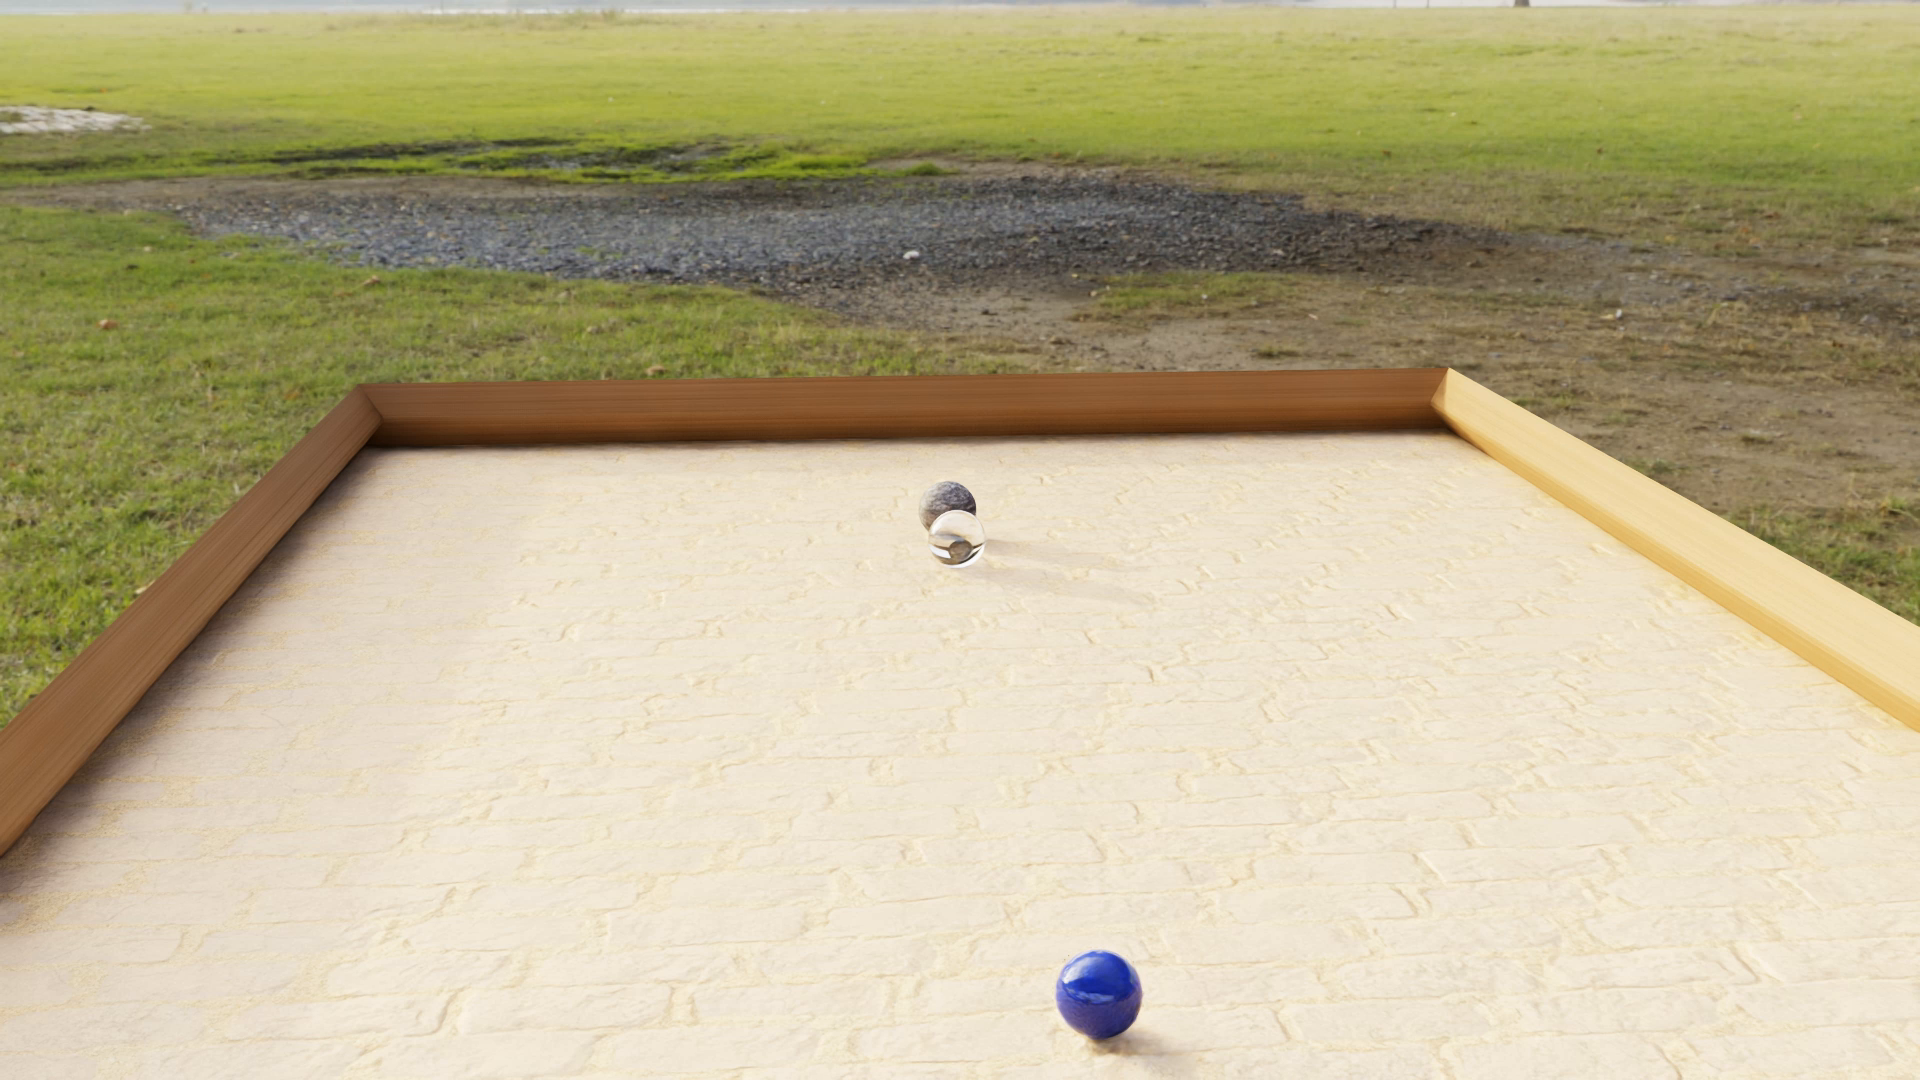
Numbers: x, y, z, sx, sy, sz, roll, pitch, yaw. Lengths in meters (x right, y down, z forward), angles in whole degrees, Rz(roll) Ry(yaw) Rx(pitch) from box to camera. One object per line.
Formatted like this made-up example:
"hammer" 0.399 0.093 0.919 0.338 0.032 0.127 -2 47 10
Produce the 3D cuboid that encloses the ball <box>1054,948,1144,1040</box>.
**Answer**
"ball" 0.101 0.329 1.595 0.064 0.064 0.064 0 14 0

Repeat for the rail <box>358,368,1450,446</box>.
"rail" -0.074 -0.221 3.707 1.850 0.105 0.045 -1 14 -5

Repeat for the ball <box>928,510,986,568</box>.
"ball" -0.004 -0.001 2.887 0.077 0.077 0.077 0 14 0

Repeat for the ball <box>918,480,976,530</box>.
"ball" -0.017 -0.041 3.042 0.081 0.081 0.081 0 14 0

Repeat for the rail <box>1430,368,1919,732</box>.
"rail" 0.974 0.181 2.098 0.045 0.105 3.531 -1 14 -5

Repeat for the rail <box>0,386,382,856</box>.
"rail" -0.822 0.219 1.948 0.045 0.105 3.531 -1 14 -5
